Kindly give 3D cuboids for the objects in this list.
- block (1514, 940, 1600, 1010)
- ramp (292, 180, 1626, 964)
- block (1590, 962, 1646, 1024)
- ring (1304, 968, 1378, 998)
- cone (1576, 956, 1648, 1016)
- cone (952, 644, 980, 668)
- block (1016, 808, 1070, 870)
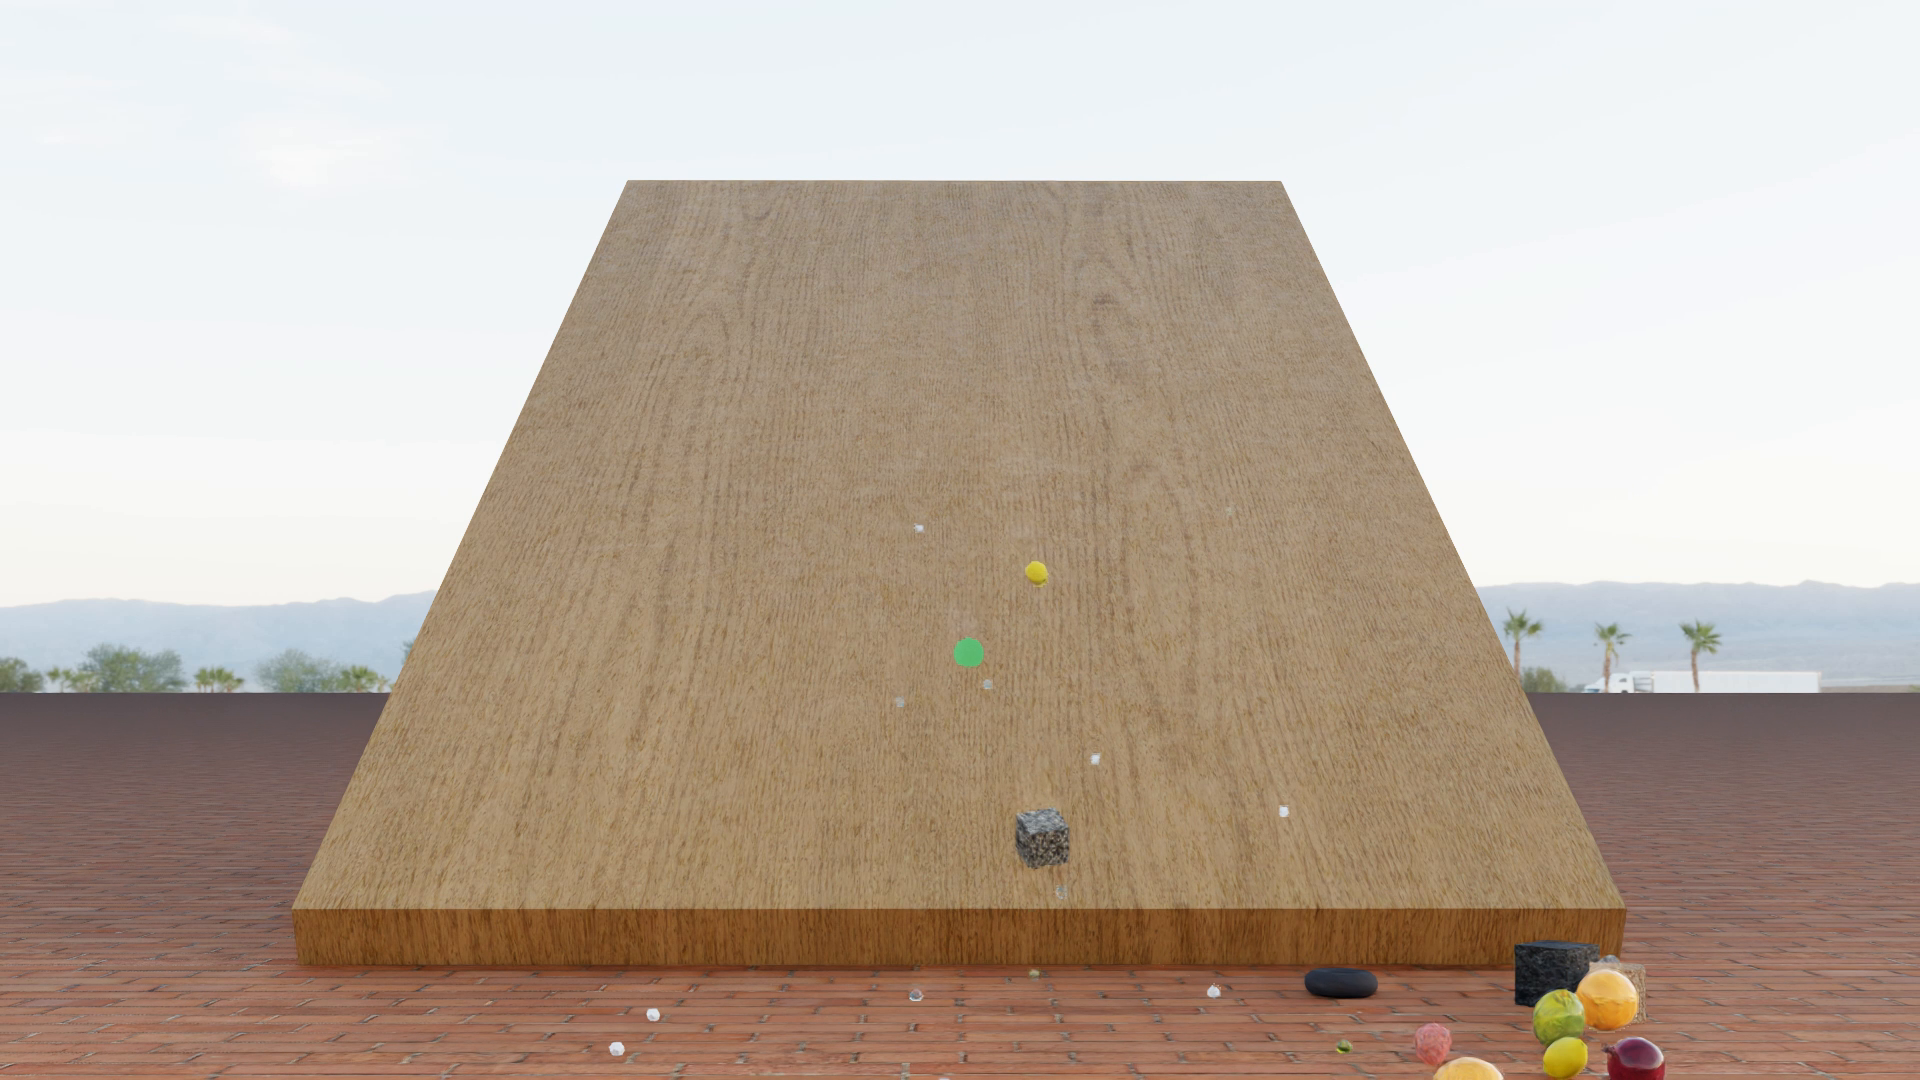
[{"bbox_3d":[0.791,0.576,3.089,0.079,0.079,0.079,3,-5,-44],"label":"block"},{"bbox_3d":[-0.008,-0.229,5.334,2.000,0.100,4.000,0,24,0],"label":"ramp"},{"bbox_3d":[0.833,0.574,2.956,0.067,0.067,0.067,-1,-4,14],"label":"block"},{"bbox_3d":[0.521,0.606,3.190,0.100,0.033,0.100,1,-4,0],"label":"ring"},{"bbox_3d":[0.854,0.592,3.005,0.082,0.082,0.082,3,22,-42],"label":"cone"},{"bbox_3d":[0.018,0.205,4.227,0.055,0.055,0.055,-1,16,16],"label":"cone"},{"bbox_3d":[0.128,0.462,3.614,0.064,0.064,0.064,-7,26,-16],"label":"block"}]
